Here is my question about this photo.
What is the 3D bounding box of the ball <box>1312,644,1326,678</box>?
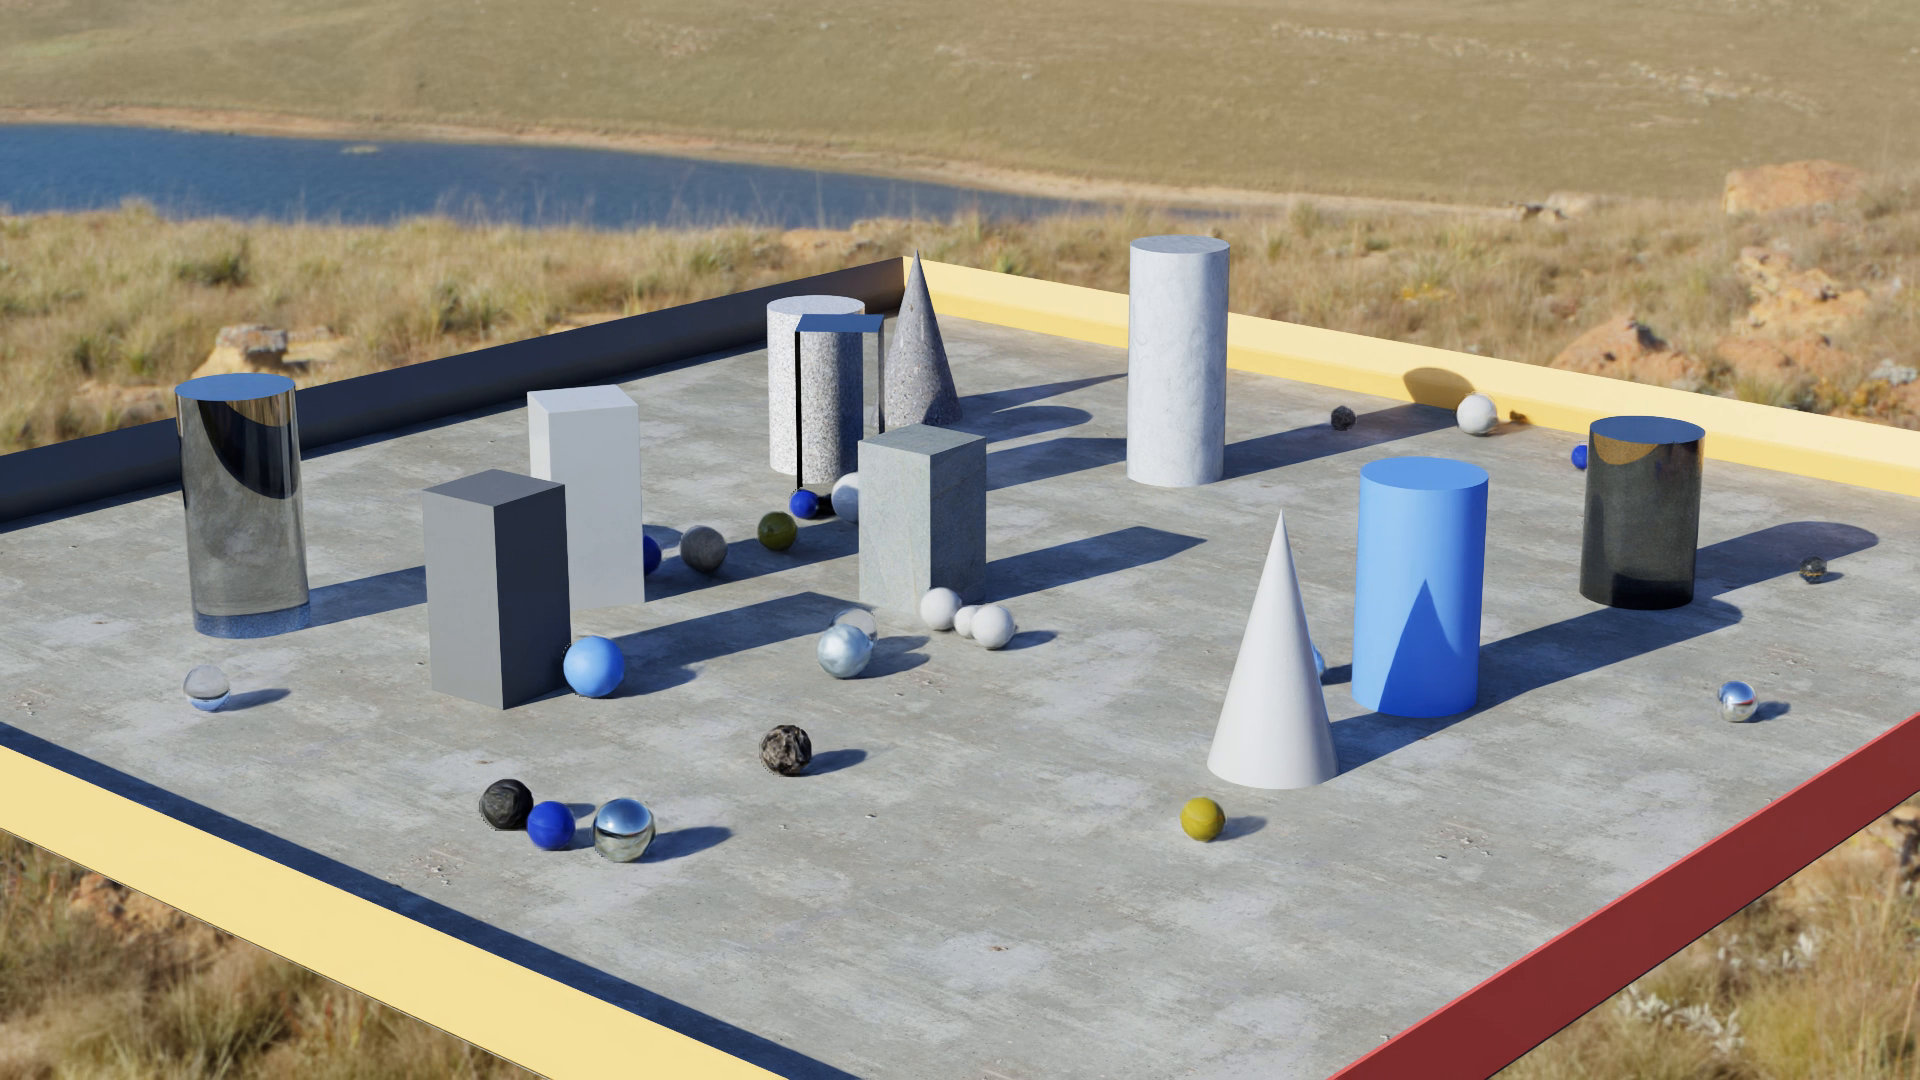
[{"bbox_3d":[0.546,0.197,4.672,0.072,0.072,0.072,0,17,0],"label":"ball"}]

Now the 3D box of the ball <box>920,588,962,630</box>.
[{"bbox_3d":[-0.031,0.116,4.939,0.072,0.072,0.072,0,17,0],"label":"ball"}]

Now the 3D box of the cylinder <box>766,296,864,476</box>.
[{"bbox_3d":[-0.289,-0.313,5.919,0.196,0.328,0.196,0,17,0],"label":"cylinder"}]

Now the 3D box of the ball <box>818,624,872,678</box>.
[{"bbox_3d":[-0.186,0.178,4.709,0.086,0.086,0.086,0,17,0],"label":"ball"}]

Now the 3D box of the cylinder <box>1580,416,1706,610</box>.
[{"bbox_3d":[1.185,-0.049,5.099,0.196,0.296,0.196,0,17,0],"label":"cylinder"}]

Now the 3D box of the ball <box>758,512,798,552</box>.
[{"bbox_3d":[-0.335,-0.016,5.375,0.074,0.074,0.074,0,17,0],"label":"ball"}]

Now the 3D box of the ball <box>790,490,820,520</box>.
[{"bbox_3d":[-0.295,-0.067,5.577,0.056,0.056,0.056,0,17,0],"label":"ball"}]

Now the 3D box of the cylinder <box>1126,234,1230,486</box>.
[{"bbox_3d":[0.432,-0.357,5.824,0.196,0.468,0.196,0,17,0],"label":"cylinder"}]

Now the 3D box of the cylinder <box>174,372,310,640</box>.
[{"bbox_3d":[-1.206,-0.059,4.935,0.196,0.410,0.196,0,17,0],"label":"cylinder"}]

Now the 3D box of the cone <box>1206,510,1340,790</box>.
[{"bbox_3d":[0.464,0.143,4.288,0.196,0.396,0.196,0,17,0],"label":"cone"}]

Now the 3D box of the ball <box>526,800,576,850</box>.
[{"bbox_3d":[-0.562,0.392,4.033,0.067,0.067,0.067,0,17,0],"label":"ball"}]

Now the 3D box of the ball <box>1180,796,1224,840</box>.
[{"bbox_3d":[0.336,0.385,4.064,0.062,0.062,0.062,0,17,0],"label":"ball"}]

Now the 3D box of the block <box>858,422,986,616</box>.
[{"bbox_3d":[-0.065,-0.036,5.069,0.157,0.288,0.157,13,21,36],"label":"block"}]

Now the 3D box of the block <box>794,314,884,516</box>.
[{"bbox_3d":[-0.229,-0.242,5.632,0.157,0.358,0.157,1,17,3],"label":"block"}]

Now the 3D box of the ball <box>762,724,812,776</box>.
[{"bbox_3d":[-0.254,0.308,4.301,0.074,0.074,0.074,0,17,0],"label":"ball"}]

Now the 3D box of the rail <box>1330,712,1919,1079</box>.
[{"bbox_3d":[1.236,0.342,4.092,0.045,0.127,3.391,14,22,39],"label":"rail"}]

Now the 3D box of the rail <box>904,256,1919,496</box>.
[{"bbox_3d":[1.096,-0.332,6.329,3.322,0.127,0.045,14,22,39],"label":"rail"}]

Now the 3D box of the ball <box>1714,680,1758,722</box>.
[{"bbox_3d":[1.196,0.248,4.515,0.064,0.064,0.064,0,17,0],"label":"ball"}]

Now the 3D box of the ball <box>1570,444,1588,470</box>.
[{"bbox_3d":[1.259,-0.168,5.916,0.052,0.052,0.052,0,17,0],"label":"ball"}]

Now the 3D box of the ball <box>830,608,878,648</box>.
[{"bbox_3d":[-0.175,0.152,4.807,0.080,0.080,0.080,0,17,0],"label":"ball"}]

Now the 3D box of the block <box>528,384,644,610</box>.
[{"bbox_3d":[-0.648,-0.074,5.082,0.157,0.354,0.157,-6,18,-20],"label":"block"}]

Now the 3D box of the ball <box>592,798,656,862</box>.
[{"bbox_3d":[-0.457,0.394,3.992,0.088,0.088,0.088,0,17,0],"label":"ball"}]

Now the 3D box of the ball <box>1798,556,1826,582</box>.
[{"bbox_3d":[1.511,0.052,5.196,0.047,0.047,0.047,0,17,0],"label":"ball"}]

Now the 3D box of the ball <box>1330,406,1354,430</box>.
[{"bbox_3d":[0.812,-0.259,6.218,0.052,0.052,0.052,0,17,0],"label":"ball"}]

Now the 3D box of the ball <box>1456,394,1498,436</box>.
[{"bbox_3d":[1.089,-0.264,6.176,0.087,0.087,0.087,0,17,0],"label":"ball"}]

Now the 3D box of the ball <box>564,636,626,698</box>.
[{"bbox_3d":[-0.576,0.199,4.622,0.096,0.096,0.096,0,17,0],"label":"ball"}]

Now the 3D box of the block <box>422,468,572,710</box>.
[{"bbox_3d":[-0.729,0.076,4.626,0.157,0.331,0.157,12,21,35],"label":"block"}]

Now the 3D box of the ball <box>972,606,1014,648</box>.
[{"bbox_3d":[0.055,0.144,4.848,0.072,0.072,0.072,0,17,0],"label":"ball"}]

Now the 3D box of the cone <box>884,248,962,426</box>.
[{"bbox_3d":[-0.092,-0.446,6.286,0.196,0.371,0.196,0,17,0],"label":"cone"}]

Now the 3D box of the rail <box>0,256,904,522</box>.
[{"bbox_3d":[-1.236,-0.278,6.148,0.045,0.127,3.391,14,22,39],"label":"rail"}]

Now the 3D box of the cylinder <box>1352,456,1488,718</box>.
[{"bbox_3d":[0.717,0.072,4.579,0.196,0.365,0.196,0,17,0],"label":"cylinder"}]

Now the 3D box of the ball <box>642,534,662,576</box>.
[{"bbox_3d":[-0.569,0.027,5.234,0.074,0.074,0.074,0,17,0],"label":"ball"}]

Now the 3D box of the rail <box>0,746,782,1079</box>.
[{"bbox_3d":[-1.096,0.396,3.911,3.322,0.127,0.045,14,22,39],"label":"rail"}]

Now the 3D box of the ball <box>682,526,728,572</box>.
[{"bbox_3d":[-0.458,0.017,5.251,0.082,0.082,0.082,0,17,0],"label":"ball"}]

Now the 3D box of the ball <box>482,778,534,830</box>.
[{"bbox_3d":[-0.633,0.370,4.099,0.072,0.072,0.072,0,17,0],"label":"ball"}]

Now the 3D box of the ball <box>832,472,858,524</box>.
[{"bbox_3d":[-0.194,-0.080,5.544,0.098,0.098,0.098,0,17,0],"label":"ball"}]

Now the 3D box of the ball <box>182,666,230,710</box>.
[{"bbox_3d":[-1.172,0.230,4.563,0.071,0.071,0.071,0,17,0],"label":"ball"}]

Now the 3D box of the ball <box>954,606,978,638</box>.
[{"bbox_3d":[0.016,0.138,4.902,0.053,0.053,0.053,0,17,0],"label":"ball"}]
